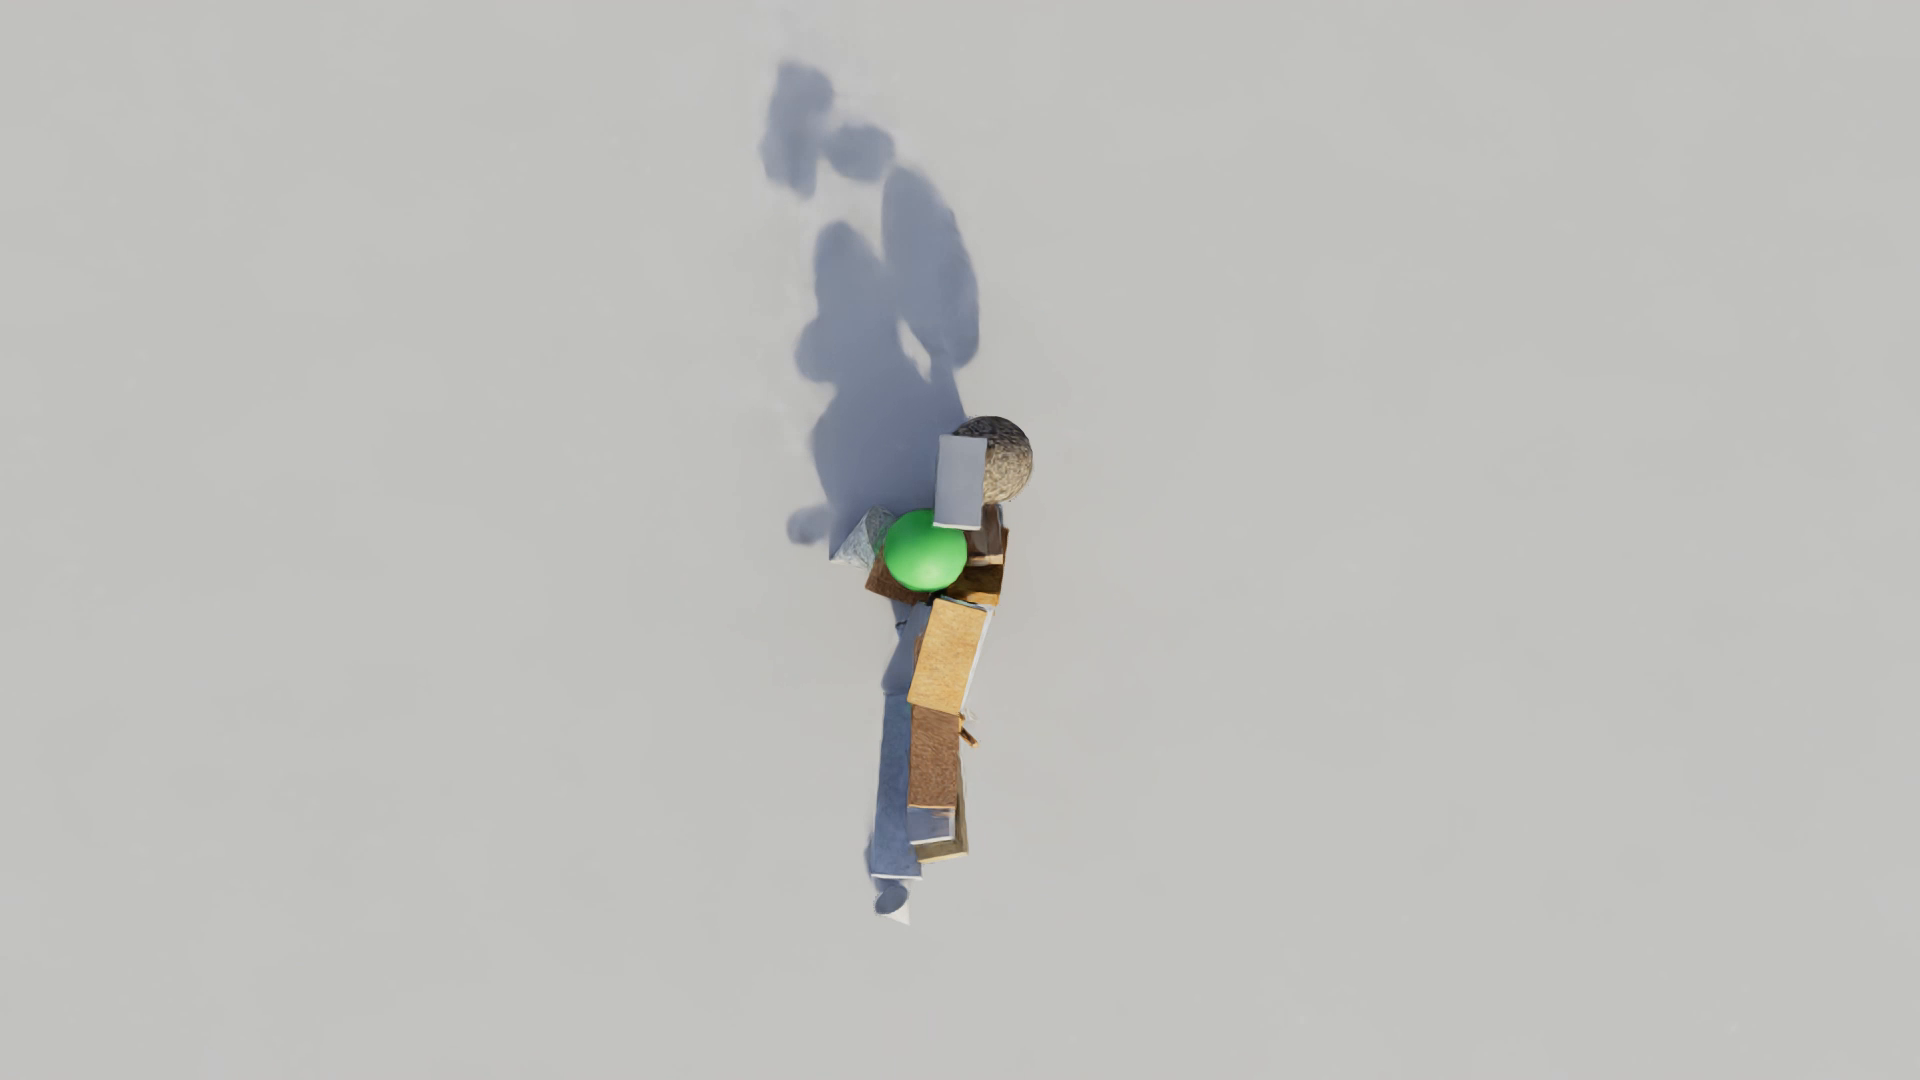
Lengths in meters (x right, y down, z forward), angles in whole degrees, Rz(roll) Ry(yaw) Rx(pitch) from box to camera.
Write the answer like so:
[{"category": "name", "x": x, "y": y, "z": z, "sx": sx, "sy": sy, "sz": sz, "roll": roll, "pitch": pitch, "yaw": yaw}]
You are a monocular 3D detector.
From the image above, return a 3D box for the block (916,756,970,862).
[{"category": "block", "x": -0.065, "y": 0.815, "z": 5.022, "sx": 0.154, "sy": 0.044, "sz": 0.308, "roll": -14, "pitch": 65, "yaw": 19}]

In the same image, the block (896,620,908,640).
[{"category": "block", "x": -0.090, "y": 0.346, "z": 5.403, "sx": 0.194, "sy": 0.194, "sz": 0.194, "roll": -15, "pitch": 90, "yaw": 0}]

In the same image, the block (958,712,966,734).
[{"category": "block", "x": -0.060, "y": 0.603, "z": 5.067, "sx": 0.101, "sy": 0.029, "sz": 0.202, "roll": 17, "pitch": 124, "yaw": -2}]

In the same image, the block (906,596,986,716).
[{"category": "block", "x": -0.039, "y": 0.334, "z": 4.736, "sx": 0.154, "sy": 0.044, "sz": 0.308, "roll": 16, "pitch": 92, "yaw": -3}]

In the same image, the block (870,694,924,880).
[{"category": "block", "x": -0.175, "y": 0.762, "z": 5.128, "sx": 0.154, "sy": 0.044, "sz": 0.570, "roll": 2, "pitch": 69, "yaw": 5}]

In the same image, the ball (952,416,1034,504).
[{"category": "ball", "x": 0.092, "y": -0.254, "z": 5.208, "sx": 0.279, "sy": 0.279, "sz": 0.279, "roll": 0, "pitch": 90, "yaw": 0}]

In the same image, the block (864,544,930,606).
[{"category": "block", "x": -0.168, "y": 0.128, "z": 5.374, "sx": 0.043, "sy": 0.305, "sz": 0.153, "roll": 22, "pitch": 90, "yaw": 43}]

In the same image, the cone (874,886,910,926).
[{"category": "cone", "x": -0.198, "y": 1.237, "z": 5.472, "sx": 0.126, "sy": 0.126, "sz": 0.126, "roll": -31, "pitch": 117, "yaw": 0}]

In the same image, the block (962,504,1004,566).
[{"category": "block", "x": 0.045, "y": -0.059, "z": 5.375, "sx": 0.167, "sy": 0.047, "sz": 0.333, "roll": -4, "pitch": 50, "yaw": 0}]

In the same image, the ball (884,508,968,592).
[{"category": "ball", "x": -0.107, "y": 0.034, "z": 5.148, "sx": 0.262, "sy": 0.262, "sz": 0.262, "roll": 0, "pitch": 90, "yaw": 0}]

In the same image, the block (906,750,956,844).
[{"category": "block", "x": -0.089, "y": 0.770, "z": 4.996, "sx": 0.141, "sy": 0.040, "sz": 0.282, "roll": -12, "pitch": 65, "yaw": 23}]

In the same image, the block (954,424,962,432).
[{"category": "block", "x": 0.004, "y": -0.324, "z": 5.388, "sx": 0.052, "sy": 0.015, "sz": 0.104, "roll": 0, "pitch": 90, "yaw": 0}]

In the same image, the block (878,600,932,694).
[{"category": "block", "x": -0.129, "y": 0.363, "z": 5.281, "sx": 0.153, "sy": 0.043, "sz": 0.305, "roll": 24, "pitch": 89, "yaw": 1}]

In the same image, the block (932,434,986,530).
[{"category": "block", "x": -0.001, "y": -0.175, "z": 4.997, "sx": 0.141, "sy": 0.040, "sz": 0.282, "roll": 5, "pitch": 74, "yaw": -4}]

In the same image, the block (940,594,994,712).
[{"category": "block", "x": -0.027, "y": 0.356, "z": 5.168, "sx": 0.167, "sy": 0.047, "sz": 0.333, "roll": 15, "pitch": 85, "yaw": 22}]

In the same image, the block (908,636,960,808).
[{"category": "block", "x": -0.075, "y": 0.547, "z": 4.967, "sx": 0.141, "sy": 0.040, "sz": 0.512, "roll": 4, "pitch": 73, "yaw": -7}]

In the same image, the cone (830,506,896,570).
[{"category": "cone", "x": -0.337, "y": 0.036, "z": 5.446, "sx": 0.239, "sy": 0.239, "sz": 0.239, "roll": -21, "pitch": 90, "yaw": 27}]

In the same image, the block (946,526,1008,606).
[{"category": "block", "x": 0.059, "y": 0.072, "z": 5.359, "sx": 0.167, "sy": 0.333, "sz": 0.047, "roll": 10, "pitch": 131, "yaw": 0}]

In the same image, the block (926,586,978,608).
[{"category": "block", "x": -0.003, "y": 0.124, "z": 5.366, "sx": 0.153, "sy": 0.305, "sz": 0.043, "roll": 20, "pitch": 130, "yaw": -3}]

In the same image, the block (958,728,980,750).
[{"category": "block", "x": -0.009, "y": 0.589, "z": 5.158, "sx": 0.169, "sy": 0.068, "sz": 0.019, "roll": 40, "pitch": 79, "yaw": 21}]
